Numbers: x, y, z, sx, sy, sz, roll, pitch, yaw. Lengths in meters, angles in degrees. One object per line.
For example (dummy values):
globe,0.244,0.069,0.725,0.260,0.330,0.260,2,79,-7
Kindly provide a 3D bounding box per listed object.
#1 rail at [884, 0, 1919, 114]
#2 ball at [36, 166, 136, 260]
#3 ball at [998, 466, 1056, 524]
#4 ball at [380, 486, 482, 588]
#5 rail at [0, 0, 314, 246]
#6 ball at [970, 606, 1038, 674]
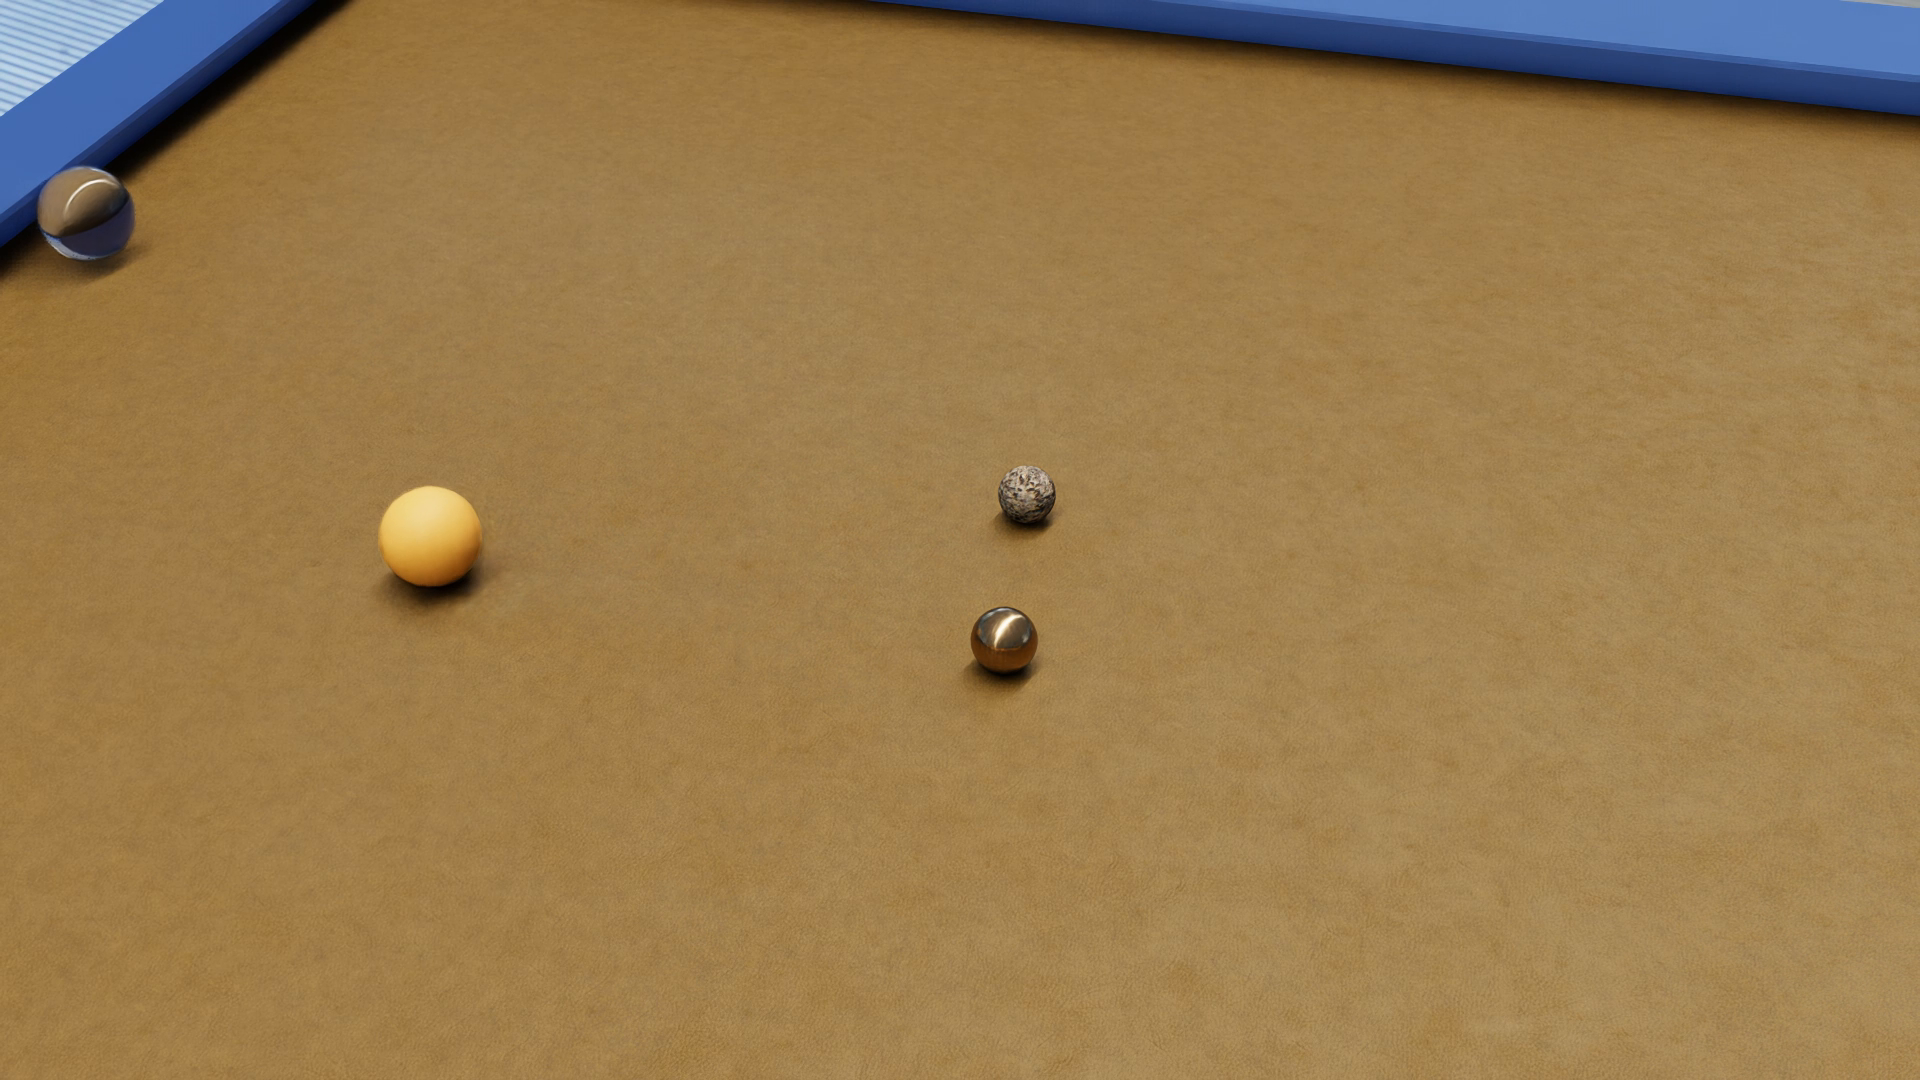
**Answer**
rail,1.274,-0.435,2.561,4.098,0.114,0.045,9,35,13
ball,-0.815,-0.305,2.392,0.088,0.088,0.088,0,34,0
ball,0.053,-0.036,2.031,0.046,0.046,0.046,0,34,0
ball,-0.403,-0.002,1.953,0.077,0.077,0.077,0,34,0
rail,-0.963,-0.176,2.175,0.045,0.114,2.162,9,35,13
ball,0.032,0.073,1.866,0.049,0.049,0.049,0,34,0
